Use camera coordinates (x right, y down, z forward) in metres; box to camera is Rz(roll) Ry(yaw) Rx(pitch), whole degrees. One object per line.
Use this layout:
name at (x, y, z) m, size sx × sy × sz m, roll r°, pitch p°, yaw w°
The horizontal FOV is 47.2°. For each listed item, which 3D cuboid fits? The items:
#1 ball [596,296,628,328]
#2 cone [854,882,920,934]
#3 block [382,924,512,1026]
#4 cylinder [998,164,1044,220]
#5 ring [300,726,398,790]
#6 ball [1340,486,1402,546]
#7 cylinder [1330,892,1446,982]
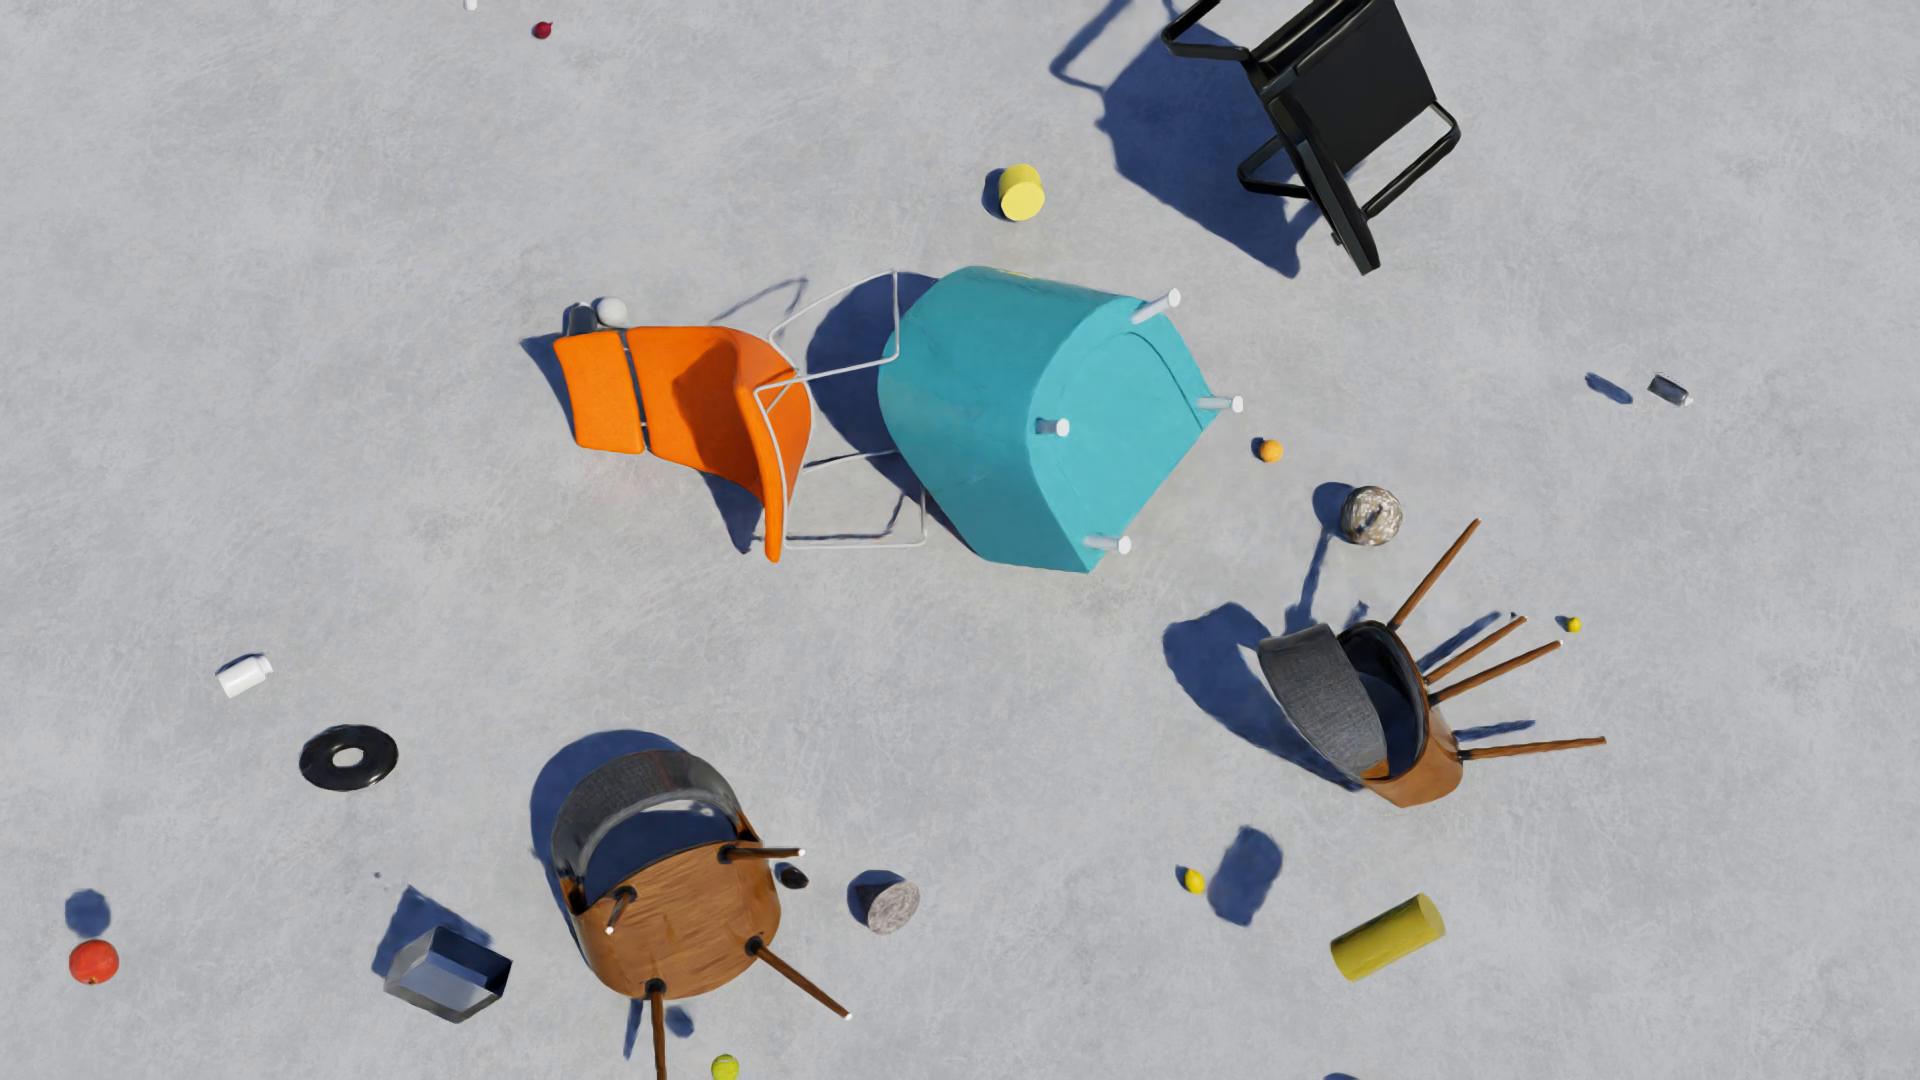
ball at (-1.108, -0.728, 7.003) m, size 0.099 × 0.099 × 0.099 m, roll 0°, pitch 56°, yaw 0°
cone at (-0.231, 0.955, 5.891) m, size 0.186 × 0.143 × 0.165 m, roll -18°, pitch 27°, yaw -40°
block at (-1.311, 1.115, 5.625) m, size 0.224 × 0.236 × 0.105 m, roll 32°, pitch 45°, yaw -24°
cylinder at (0.201, -1.144, 7.236) m, size 0.147 × 0.129 × 0.136 m, roll -35°, pitch 31°, yaw 18°
ring at (-1.705, 0.610, 6.139) m, size 0.276 × 0.043 × 0.201 m, roll -4°, pitch 57°, yaw -2°
ball at (1.217, -0.071, 6.513) m, size 0.182 × 0.182 × 0.182 m, roll 0°, pitch 56°, yaw 0°
cylinder at (1.038, 0.966, 5.342) m, size 0.116 × 0.256 × 0.113 m, roll 54°, pitch 24°, yaw -3°
